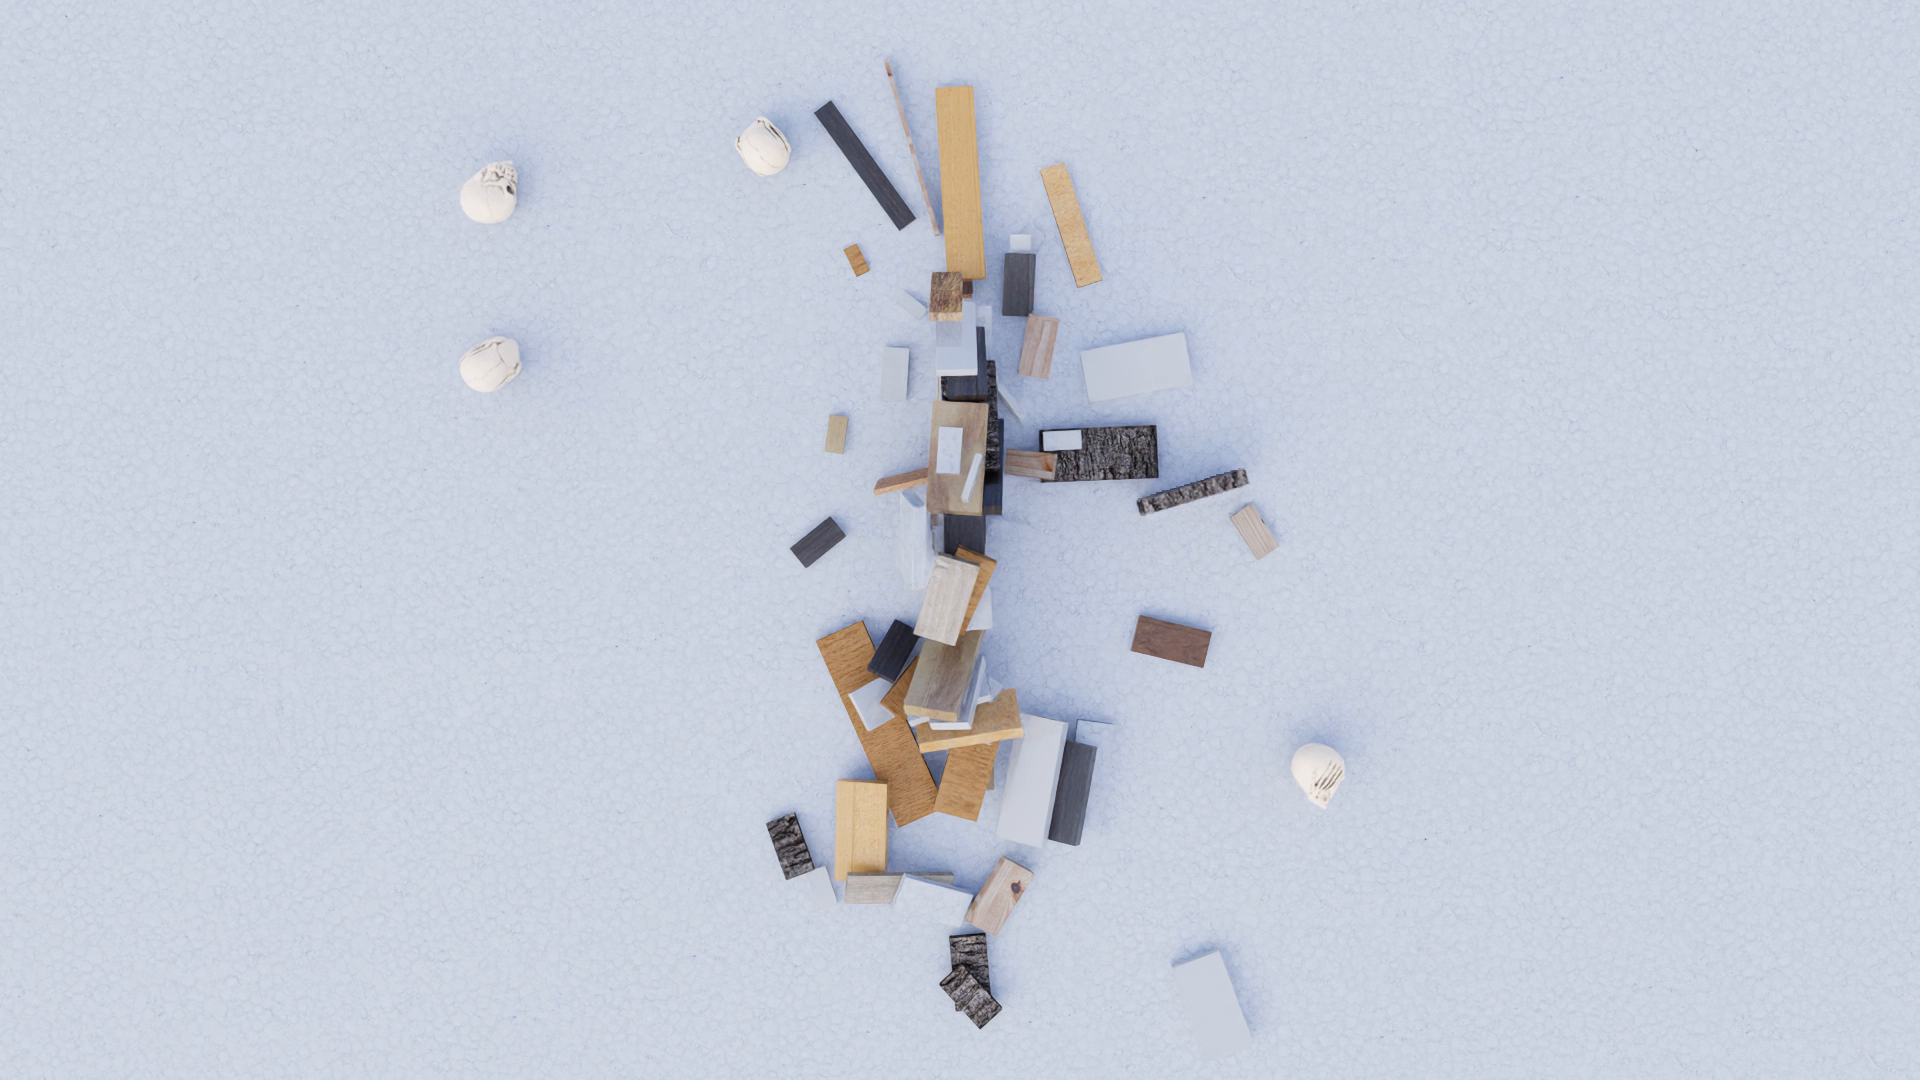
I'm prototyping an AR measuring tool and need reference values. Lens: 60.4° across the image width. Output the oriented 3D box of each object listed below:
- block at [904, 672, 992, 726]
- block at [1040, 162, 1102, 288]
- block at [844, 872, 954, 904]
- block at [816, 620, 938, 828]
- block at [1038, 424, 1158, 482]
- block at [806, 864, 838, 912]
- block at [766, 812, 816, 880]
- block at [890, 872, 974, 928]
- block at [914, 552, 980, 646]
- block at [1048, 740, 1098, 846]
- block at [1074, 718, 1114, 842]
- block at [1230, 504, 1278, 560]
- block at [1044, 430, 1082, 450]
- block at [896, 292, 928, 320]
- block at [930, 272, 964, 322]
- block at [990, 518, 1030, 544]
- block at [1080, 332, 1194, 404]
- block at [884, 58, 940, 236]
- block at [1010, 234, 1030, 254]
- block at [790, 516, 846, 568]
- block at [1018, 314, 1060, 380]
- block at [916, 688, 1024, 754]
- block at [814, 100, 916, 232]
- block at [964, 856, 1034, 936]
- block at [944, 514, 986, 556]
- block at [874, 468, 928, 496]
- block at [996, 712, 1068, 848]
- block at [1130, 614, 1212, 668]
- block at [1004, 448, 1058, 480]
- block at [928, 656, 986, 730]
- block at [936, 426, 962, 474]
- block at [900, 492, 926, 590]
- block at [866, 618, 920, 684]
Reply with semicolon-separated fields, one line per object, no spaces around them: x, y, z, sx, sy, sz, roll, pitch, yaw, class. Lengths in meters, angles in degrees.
-0.039;0.515;5.333;0.278;0.099;0.028;-19;134;5;block
0.370;-1.047;5.488;0.086;0.024;0.410;-18;90;0;block
-0.200;1.145;5.429;0.356;0.028;0.100;3;105;-15;block
-0.263;0.609;5.476;0.167;0.047;0.676;-24;90;0;block
0.460;-0.285;5.475;0.387;0.049;0.174;-2;90;0;block
-0.459;1.158;5.490;0.068;0.019;0.137;-18;90;0;block
-0.563;1.017;5.476;0.100;0.028;0.200;-20;84;0;block
-0.092;1.188;5.435;0.244;0.035;0.122;19;100;-18;block
-0.042;0.186;5.208;0.138;0.039;0.275;16;107;-3;block
0.341;0.828;5.445;0.164;0.047;0.329;10;90;25;block
0.425;0.799;5.483;0.123;0.035;0.393;8;90;0;block
0.979;-0.027;5.488;0.085;0.024;0.170;-33;90;0;block
0.338;-0.328;5.442;0.124;0.018;0.062;-3;90;0;block
-0.162;-0.779;5.493;0.099;0.014;0.049;38;90;0;block
-0.043;-0.783;5.287;0.102;0.315;0.029;0;123;1;block
0.166;-0.031;5.491;0.124;0.018;0.062;13;90;0;block
0.584;-0.570;5.475;0.348;0.049;0.174;-11;90;0;block
-0.161;-1.302;5.475;0.014;0.049;0.602;-16;90;0;block
0.200;-0.941;5.458;0.070;0.020;0.139;0;105;1;block
-0.472;0.008;5.488;0.172;0.024;0.086;-39;90;0;block
0.261;-0.642;5.470;0.102;0.029;0.204;11;99;0;block
0.027;0.584;5.339;0.335;0.167;0.047;-9;134;0;block
-0.315;-1.245;5.490;0.070;0.020;0.484;-36;90;0;block
0.130;1.179;5.462;0.122;0.035;0.244;32;90;-21;block
0.015;0.013;5.265;0.131;0.037;0.263;1;93;1;block
-0.150;-0.202;5.416;0.276;0.073;0.021;-13;119;21;block
0.239;0.790;5.443;0.164;0.047;0.417;10;90;26;block
0.701;0.337;5.483;0.246;0.035;0.123;13;90;0;block
0.233;-0.251;5.452;0.170;0.024;0.085;9;94;23;block
-0.007;0.490;5.296;0.131;0.037;0.263;-3;47;20;block
-0.033;-0.278;5.146;0.073;0.021;0.146;3;79;2;block
-0.147;0.001;5.194;0.039;0.138;0.278;-6;114;-17;block
-0.217;0.366;5.438;0.099;0.028;0.198;27;63;6;block
